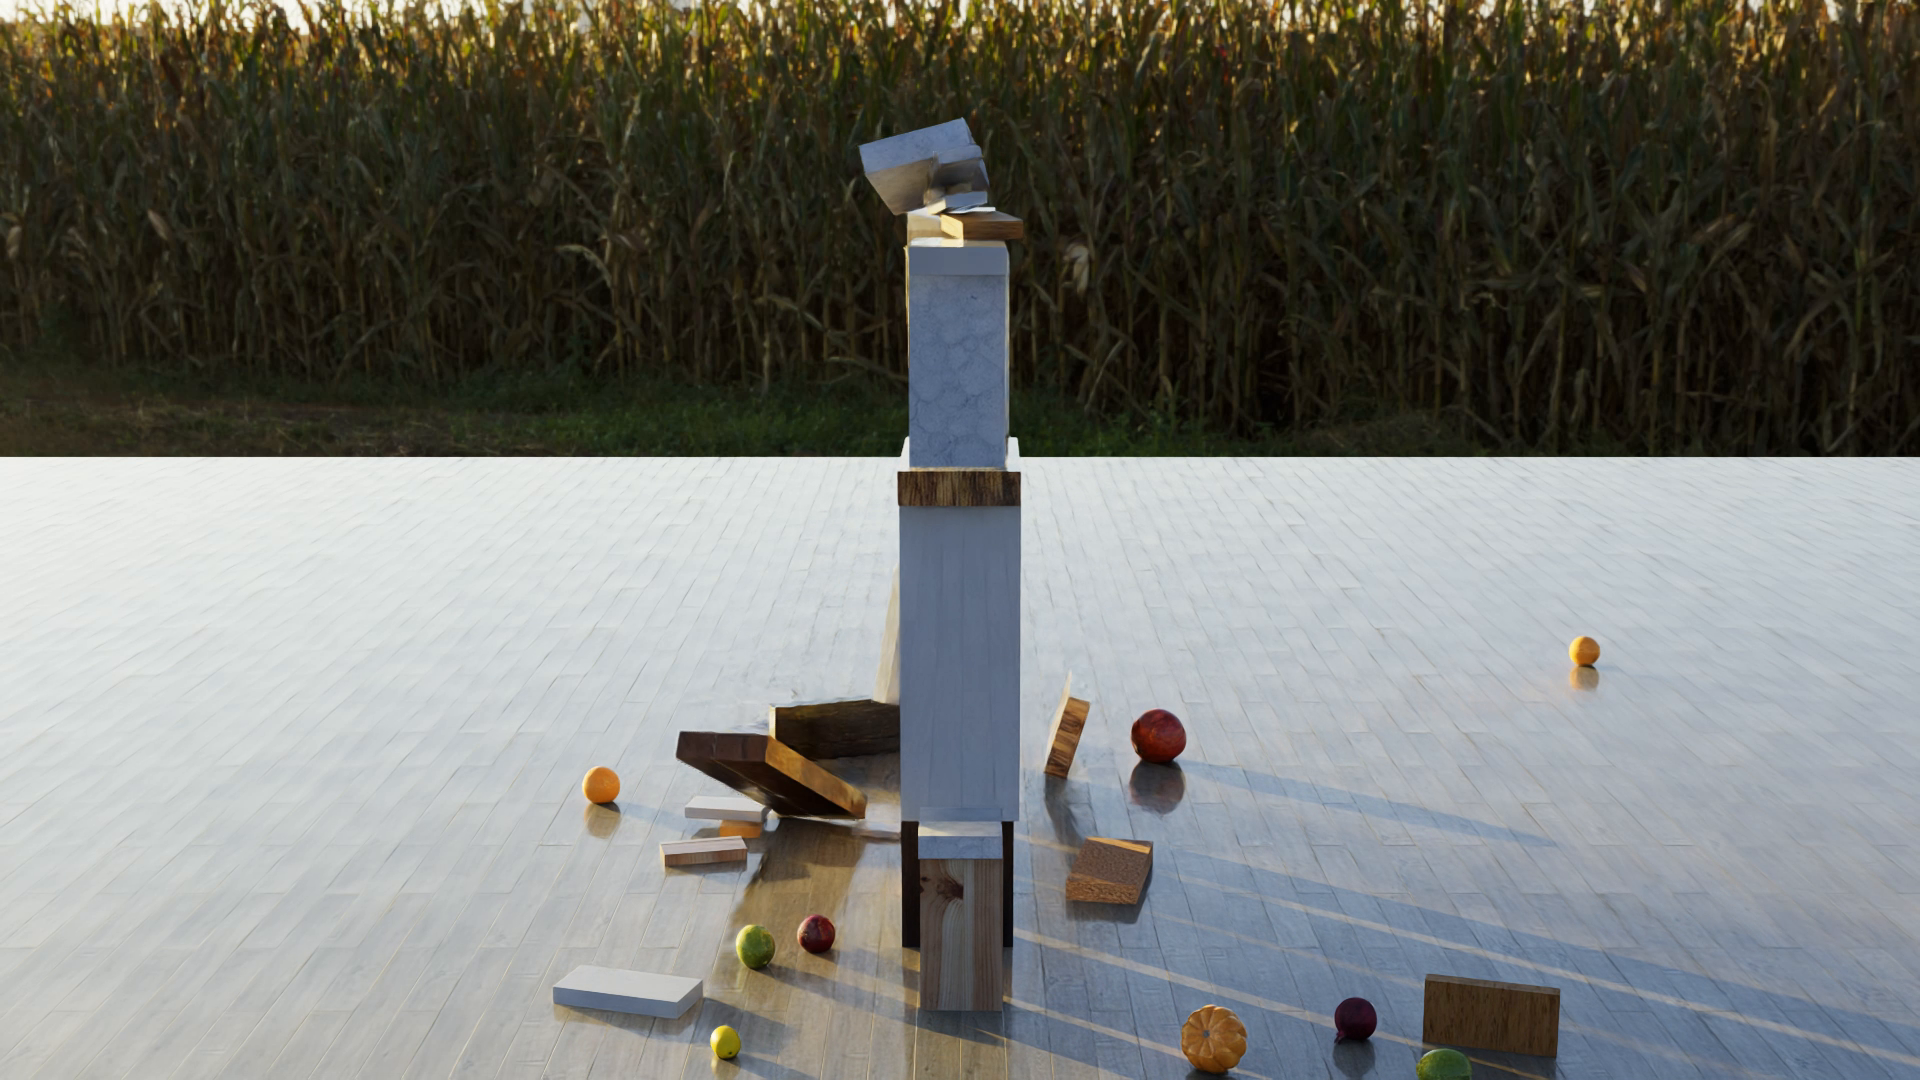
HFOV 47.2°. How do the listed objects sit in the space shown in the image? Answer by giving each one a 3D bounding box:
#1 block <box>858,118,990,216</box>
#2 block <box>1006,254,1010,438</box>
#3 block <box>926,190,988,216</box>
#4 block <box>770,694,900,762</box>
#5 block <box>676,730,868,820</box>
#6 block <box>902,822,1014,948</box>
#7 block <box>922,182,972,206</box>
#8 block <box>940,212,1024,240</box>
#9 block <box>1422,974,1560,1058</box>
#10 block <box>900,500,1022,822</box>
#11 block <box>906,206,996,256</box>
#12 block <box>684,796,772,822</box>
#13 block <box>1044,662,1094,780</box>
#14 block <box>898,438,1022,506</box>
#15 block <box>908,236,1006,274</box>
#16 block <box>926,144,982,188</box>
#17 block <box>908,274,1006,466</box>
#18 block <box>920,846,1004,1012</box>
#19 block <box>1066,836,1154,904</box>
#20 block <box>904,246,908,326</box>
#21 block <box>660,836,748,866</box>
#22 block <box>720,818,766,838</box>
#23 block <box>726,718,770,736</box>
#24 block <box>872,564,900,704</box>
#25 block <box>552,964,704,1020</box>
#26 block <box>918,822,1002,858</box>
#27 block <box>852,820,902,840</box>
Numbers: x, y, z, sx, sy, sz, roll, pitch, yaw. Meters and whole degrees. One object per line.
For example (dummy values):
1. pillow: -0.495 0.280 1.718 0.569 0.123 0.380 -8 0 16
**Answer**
1. block: -0.050 -0.573 3.396 0.162 0.046 0.323 -14 -3 5
2. block: 0.005 -0.300 3.396 0.142 0.283 0.040 0 -8 1
3. block: -0.005 -0.509 3.324 0.065 0.018 0.130 -10 5 -12
4. block: -0.227 0.381 4.476 0.321 0.117 0.033 -4 11 -20
5. block: -0.322 0.416 3.850 0.162 0.046 0.478 1 -18 19
6. block: -0.004 0.460 3.421 0.173 0.347 0.049 0 11 0
7. block: -0.020 -0.533 3.388 0.065 0.018 0.130 -10 7 -4
8. block: 0.031 -0.469 3.277 0.090 0.026 0.181 -3 13 -10
9. block: 0.736 0.659 3.050 0.181 0.090 0.026 3 11 17
10. block: 0.000 0.172 3.155 0.171 0.467 0.049 0 11 0
11. block: -0.012 -0.491 3.495 0.142 0.040 0.283 0 16 -1
12. block: -0.424 0.492 4.027 0.144 0.020 0.072 2 11 10
13. block: 0.220 0.360 4.416 0.046 0.162 0.323 18 9 1
14. block: 0.001 -0.103 3.220 0.171 0.049 0.343 0 11 1
15. block: -0.003 -0.407 3.145 0.135 0.038 0.269 0 11 0
16. block: -0.009 -0.557 3.276 0.065 0.018 0.130 -13 -4 -9
17. block: -0.004 -0.239 3.083 0.135 0.269 0.038 0 9 0
18. block: 0.003 0.561 3.175 0.119 0.238 0.034 0 11 2
19. block: 0.256 0.560 3.738 0.117 0.033 0.234 2 11 11
20. block: -0.011 -0.291 3.588 0.142 0.382 0.040 -2 1 -11
21. block: -0.450 0.545 3.856 0.144 0.020 0.072 -3 11 -14
22. block: -0.395 0.513 4.029 0.072 0.020 0.144 0 11 1
23. block: -0.359 0.400 4.599 0.234 0.033 0.117 -10 14 -42
24. block: -0.087 0.185 4.252 0.038 0.266 0.133 12 4 44
25. block: -0.486 0.661 3.219 0.197 0.026 0.090 3 11 17
26. block: 0.000 0.413 3.228 0.119 0.034 0.238 0 11 0
27. block: -0.146 0.525 3.984 0.092 0.013 0.046 4 11 18
